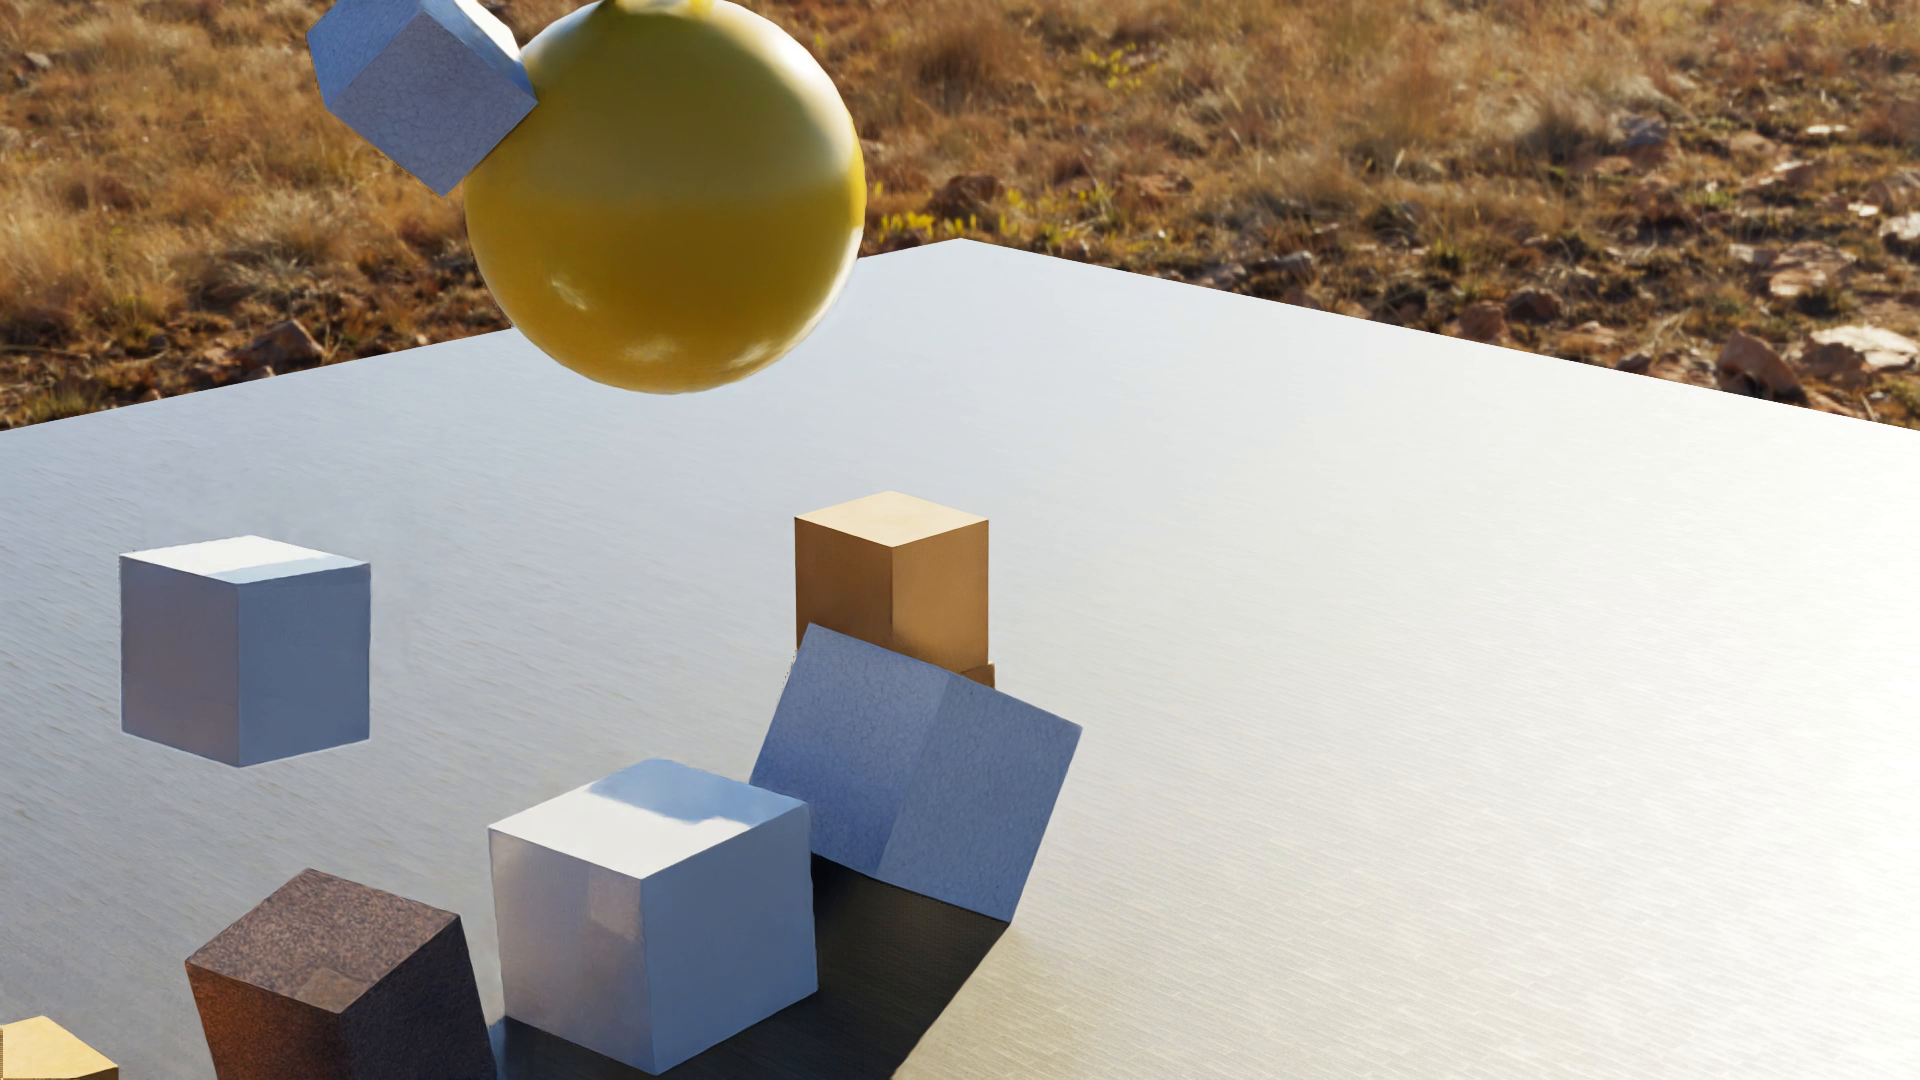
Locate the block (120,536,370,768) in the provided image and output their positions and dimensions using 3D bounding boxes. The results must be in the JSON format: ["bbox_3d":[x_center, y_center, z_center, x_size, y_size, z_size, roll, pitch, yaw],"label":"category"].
[{"bbox_3d":[-2.631,0.397,10.794,0.691,0.668,0.593,11,14,38],"label":"block"}]

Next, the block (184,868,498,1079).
[{"bbox_3d":[-2.335,1.815,11.106,0.794,0.755,0.660,11,33,32],"label":"block"}]

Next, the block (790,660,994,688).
[{"bbox_3d":[-0.320,0.958,13.979,0.694,0.790,0.669,-17,24,-42],"label":"block"}]

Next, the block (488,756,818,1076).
[{"bbox_3d":[-1.251,1.516,12.032,0.896,0.843,0.935,12,23,39],"label":"block"}]

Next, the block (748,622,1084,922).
[{"bbox_3d":[-0.219,1.027,12.946,0.893,0.924,0.955,17,-6,43],"label":"block"}]

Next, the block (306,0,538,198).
[{"bbox_3d":[-2.043,-1.788,11.111,0.587,0.521,0.616,38,16,-37],"label":"block"}]

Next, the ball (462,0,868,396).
[{"bbox_3d":[-1.171,-1.377,11.682,1.600,1.600,1.600,0,17,0],"label":"ball"}]

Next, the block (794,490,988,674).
[{"bbox_3d":[-0.320,0.237,13.764,0.617,0.714,0.666,-16,24,-42],"label":"block"}]

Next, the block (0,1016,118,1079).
[{"bbox_3d":[-3.393,2.108,10.434,0.580,0.553,0.573,-10,18,-42],"label":"block"}]
